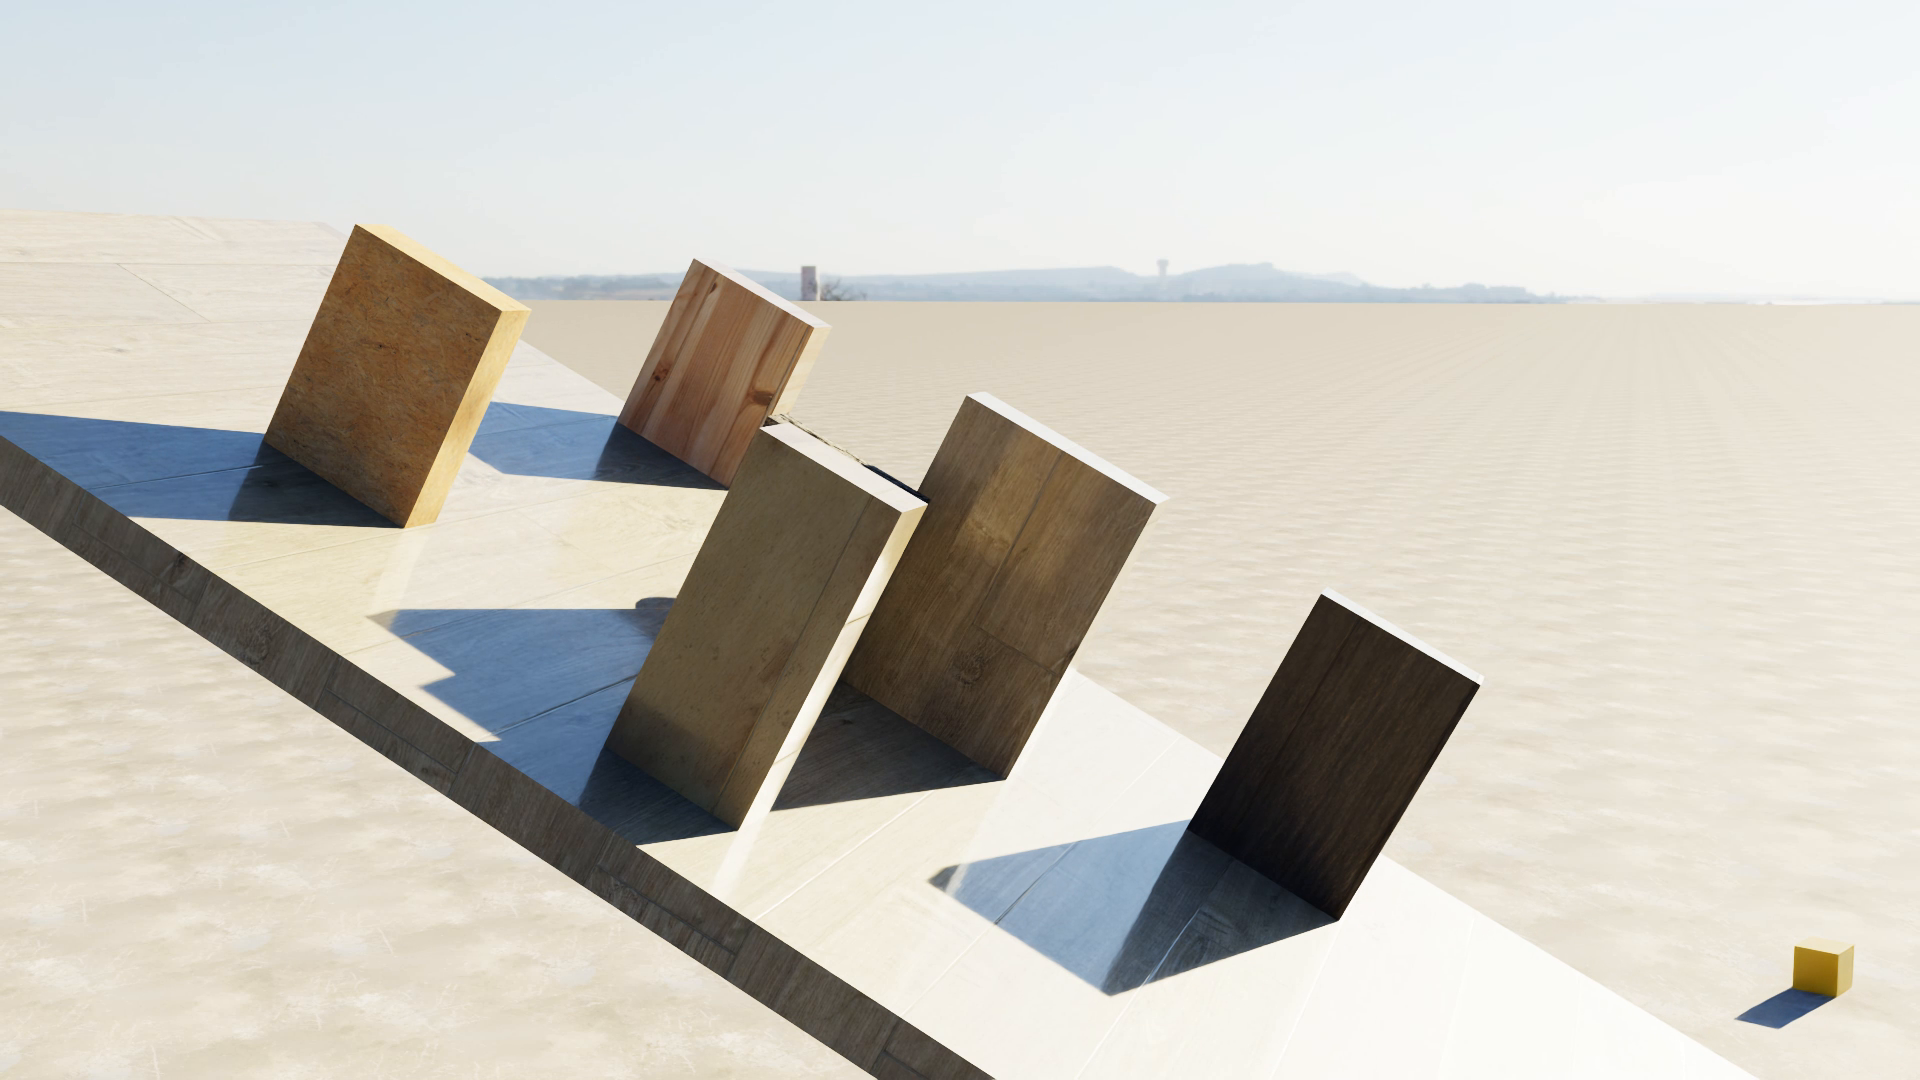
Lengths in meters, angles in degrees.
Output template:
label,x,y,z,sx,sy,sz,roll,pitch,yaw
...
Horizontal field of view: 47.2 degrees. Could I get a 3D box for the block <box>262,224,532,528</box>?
label,x,y,z,sx,sy,sz,roll,pitch,yaw
block,-1.000,-0.291,3.899,0.320,0.434,0.105,31,14,12

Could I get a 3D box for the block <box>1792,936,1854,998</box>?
label,x,y,z,sx,sy,sz,roll,pitch,yaw
block,2.242,1.107,5.710,0.114,0.114,0.114,6,9,41

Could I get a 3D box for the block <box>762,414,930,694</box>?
label,x,y,z,sx,sy,sz,roll,pitch,yaw
block,-0.297,0.033,4.068,0.324,0.426,0.084,31,14,12

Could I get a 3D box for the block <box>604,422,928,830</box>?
label,x,y,z,sx,sy,sz,roll,pitch,yaw
block,-0.303,0.133,3.405,0.256,0.570,0.123,31,14,12

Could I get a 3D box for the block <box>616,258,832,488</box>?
label,x,y,z,sx,sy,sz,roll,pitch,yaw
block,-0.546,-0.384,5.083,0.333,0.426,0.113,31,14,12

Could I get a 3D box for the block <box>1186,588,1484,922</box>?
label,x,y,z,sx,sy,sz,roll,pitch,yaw
block,0.738,0.423,4.348,0.349,0.553,0.092,31,14,12

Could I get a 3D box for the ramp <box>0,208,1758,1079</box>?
label,x,y,z,sx,sy,sz,roll,pitch,yaw
ramp,-0.217,0.360,4.145,4.000,0.100,2.000,31,14,12

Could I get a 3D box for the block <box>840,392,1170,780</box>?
label,x,y,z,sx,sy,sz,roll,pitch,yaw
block,0.068,0.085,4.191,0.412,0.606,0.122,31,14,12
